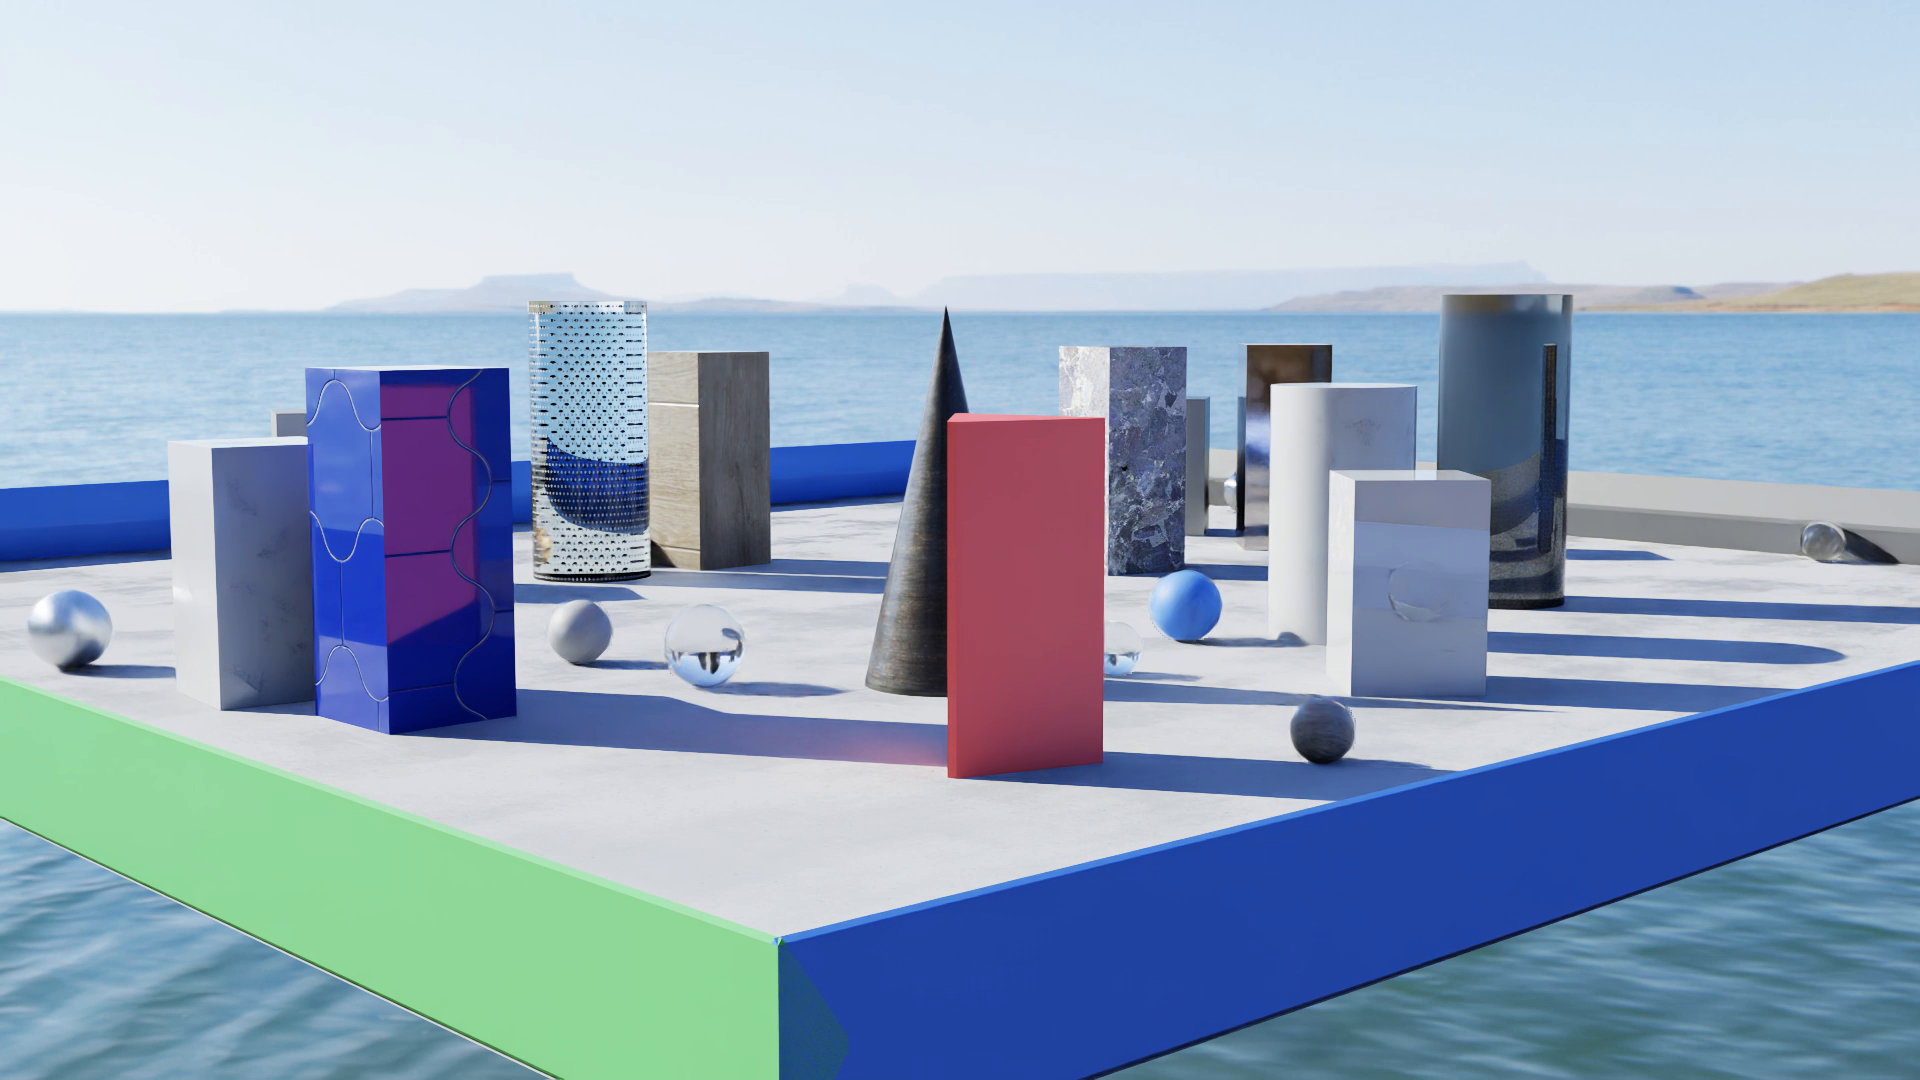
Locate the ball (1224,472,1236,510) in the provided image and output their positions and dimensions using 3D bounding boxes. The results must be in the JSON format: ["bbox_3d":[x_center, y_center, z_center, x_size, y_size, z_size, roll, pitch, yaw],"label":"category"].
[{"bbox_3d":[0.627,-0.106,4.840,0.093,0.093,0.093,0,6,0],"label":"ball"}]

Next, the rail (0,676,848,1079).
[{"bbox_3d":[-1.144,0.143,2.282,0.045,0.127,3.154,-5,8,-42],"label":"rail"}]

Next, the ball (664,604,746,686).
[{"bbox_3d":[-0.302,0.125,2.605,0.098,0.098,0.098,0,6,0],"label":"ball"}]

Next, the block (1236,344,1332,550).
[{"bbox_3d":[0.608,-0.178,4.143,0.157,0.380,0.157,0,6,1],"label":"block"}]

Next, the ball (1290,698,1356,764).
[{"bbox_3d":[0.357,0.188,2.164,0.064,0.064,0.064,0,6,0],"label":"ball"}]

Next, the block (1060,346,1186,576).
[{"bbox_3d":[0.278,-0.141,3.777,0.157,0.382,0.157,-3,7,-29],"label":"block"}]

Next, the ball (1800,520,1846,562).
[{"bbox_3d":[1.528,0.002,3.894,0.075,0.075,0.075,0,6,0],"label":"ball"}]

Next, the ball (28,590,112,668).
[{"bbox_3d":[-1.107,0.111,2.735,0.098,0.098,0.098,0,6,0],"label":"ball"}]

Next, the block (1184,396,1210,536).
[{"bbox_3d":[0.418,-0.152,4.422,0.157,0.270,0.157,1,6,10],"label":"block"}]

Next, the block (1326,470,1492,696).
[{"bbox_3d":[0.529,0.048,2.607,0.157,0.251,0.157,0,6,-1],"label":"block"}]

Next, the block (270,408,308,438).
[{"bbox_3d":[-1.021,-0.067,3.547,0.157,0.283,0.157,-2,6,-20],"label":"block"}]

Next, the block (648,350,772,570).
[{"bbox_3d":[-0.444,-0.144,3.855,0.157,0.372,0.157,-6,8,-44],"label":"block"}]

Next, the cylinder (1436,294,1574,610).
[{"bbox_3d":[0.826,-0.138,3.349,0.196,0.467,0.196,0,6,0],"label":"cylinder"}]

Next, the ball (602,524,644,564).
[{"bbox_3d":[-0.592,0.007,3.859,0.071,0.071,0.071,0,6,0],"label":"ball"}]

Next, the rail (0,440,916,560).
[{"bbox_3d":[-1.053,-0.086,4.467,3.160,0.127,0.045,-5,8,-42],"label":"rail"}]

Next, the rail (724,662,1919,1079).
[{"bbox_3d":[1.053,0.152,2.197,3.160,0.127,0.045,-5,8,-42],"label":"rail"}]

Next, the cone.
[{"bbox_3d":[-0.016,-0.054,2.610,0.196,0.452,0.196,0,6,0],"label":"cone"}]

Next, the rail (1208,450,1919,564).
[{"bbox_3d":[1.144,-0.077,4.382,0.045,0.127,3.154,-5,8,-42],"label":"rail"}]

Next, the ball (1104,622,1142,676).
[{"bbox_3d":[0.190,0.133,2.688,0.066,0.066,0.066,0,6,0],"label":"ball"}]

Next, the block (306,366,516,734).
[{"bbox_3d":[-0.599,0.003,2.402,0.157,0.382,0.157,-6,8,-44],"label":"block"}]

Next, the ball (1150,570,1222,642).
[{"bbox_3d":[0.305,0.088,2.965,0.096,0.096,0.096,0,6,0],"label":"ball"}]

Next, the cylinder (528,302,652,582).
[{"bbox_3d":[-0.618,-0.168,3.671,0.196,0.458,0.196,0,6,0],"label":"cylinder"}]

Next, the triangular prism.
[{"bbox_3d":[0.033,0.047,2.183,0.170,0.340,0.147,-3,7,-27],"label":"triangular prism"}]

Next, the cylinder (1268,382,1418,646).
[{"bbox_3d":[0.520,-0.039,2.999,0.196,0.343,0.196,0,6,0],"label":"cylinder"}]

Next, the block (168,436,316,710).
[{"bbox_3d":[-0.808,0.033,2.545,0.157,0.293,0.157,-4,7,-36],"label":"block"}]

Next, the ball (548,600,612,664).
[{"bbox_3d":[-0.480,0.116,2.779,0.080,0.080,0.080,0,6,0],"label":"ball"}]
